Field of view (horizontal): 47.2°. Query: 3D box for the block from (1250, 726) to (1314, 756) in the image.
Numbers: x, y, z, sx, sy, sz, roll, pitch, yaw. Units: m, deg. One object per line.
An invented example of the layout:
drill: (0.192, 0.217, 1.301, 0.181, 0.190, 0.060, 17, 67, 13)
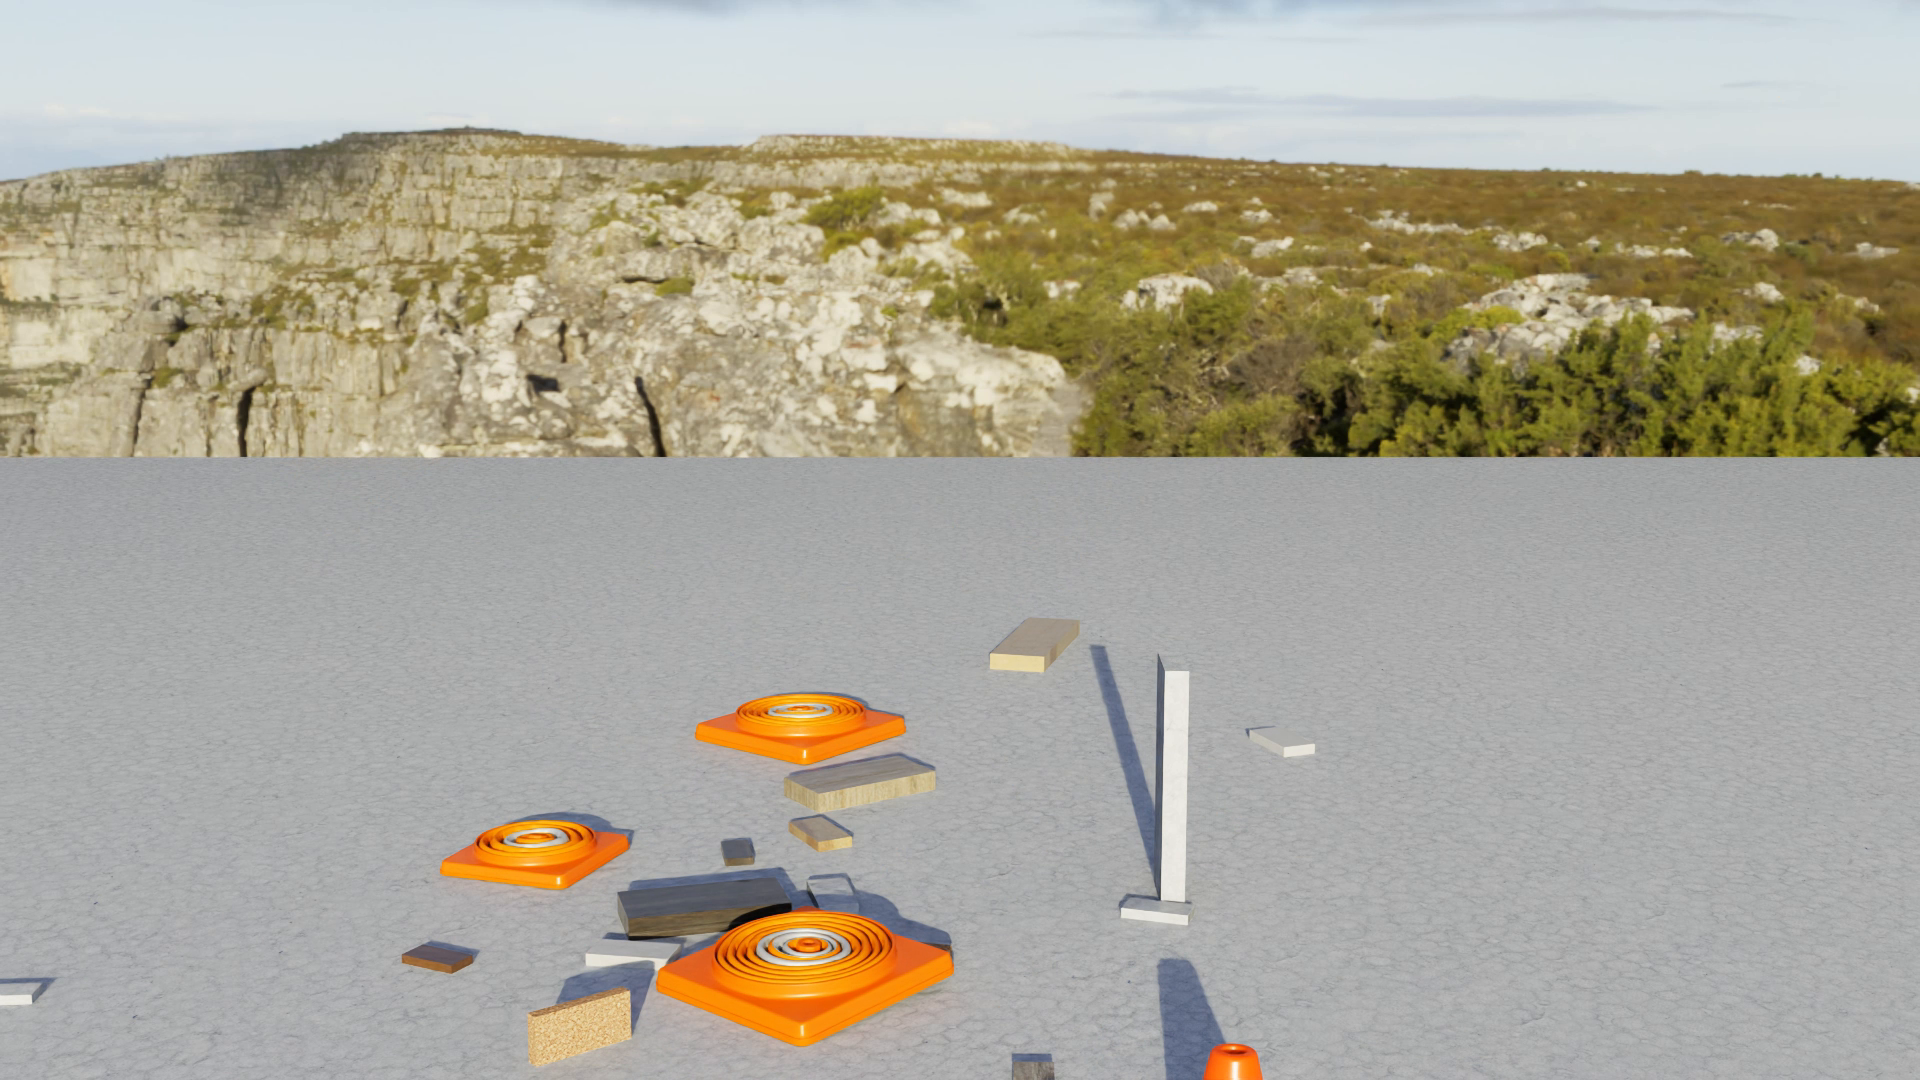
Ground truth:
block: (0.665, 0.417, 4.547, 0.071, 0.020, 0.142, -4, 11, -22)

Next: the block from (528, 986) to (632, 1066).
block: (-0.525, 0.671, 3.037, 0.149, 0.071, 0.020, -9, 14, -39)

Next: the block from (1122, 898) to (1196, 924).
block: (0.322, 0.601, 3.565, 0.110, 0.016, 0.055, 4, 11, 18)

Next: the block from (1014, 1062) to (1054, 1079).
block: (0.098, 0.722, 2.916, 0.055, 0.016, 0.110, 0, 11, 1)

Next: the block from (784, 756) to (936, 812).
block: (-0.192, 0.468, 4.225, 0.261, 0.037, 0.131, -7, 13, -34)

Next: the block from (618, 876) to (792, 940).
block: (-0.413, 0.594, 3.547, 0.261, 0.037, 0.131, -3, 11, -16)

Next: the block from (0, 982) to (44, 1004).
block: (-1.403, 0.666, 3.224, 0.097, 0.014, 0.049, -1, 11, -4)

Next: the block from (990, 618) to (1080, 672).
block: (0.187, 0.253, 5.380, 0.131, 0.037, 0.410, 3, 11, 15)

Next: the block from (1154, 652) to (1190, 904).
block: (0.349, 0.394, 3.633, 0.039, 0.398, 0.136, 0, 11, 0)

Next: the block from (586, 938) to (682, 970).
block: (-0.500, 0.636, 3.372, 0.130, 0.018, 0.065, 2, 11, 10)

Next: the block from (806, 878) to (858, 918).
block: (-0.211, 0.588, 3.627, 0.065, 0.018, 0.131, -2, 11, -13)

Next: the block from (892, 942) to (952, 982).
block: (-0.058, 0.642, 3.346, 0.058, 0.016, 0.116, 3, 11, 17)

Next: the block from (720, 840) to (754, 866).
block: (-0.391, 0.549, 3.854, 0.049, 0.014, 0.097, -2, 11, -11)

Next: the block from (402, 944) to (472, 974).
block: (-0.799, 0.640, 3.360, 0.097, 0.014, 0.049, 5, 12, 27)

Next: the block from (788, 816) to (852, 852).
block: (-0.252, 0.528, 3.950, 0.065, 0.018, 0.131, -6, 12, -28)
